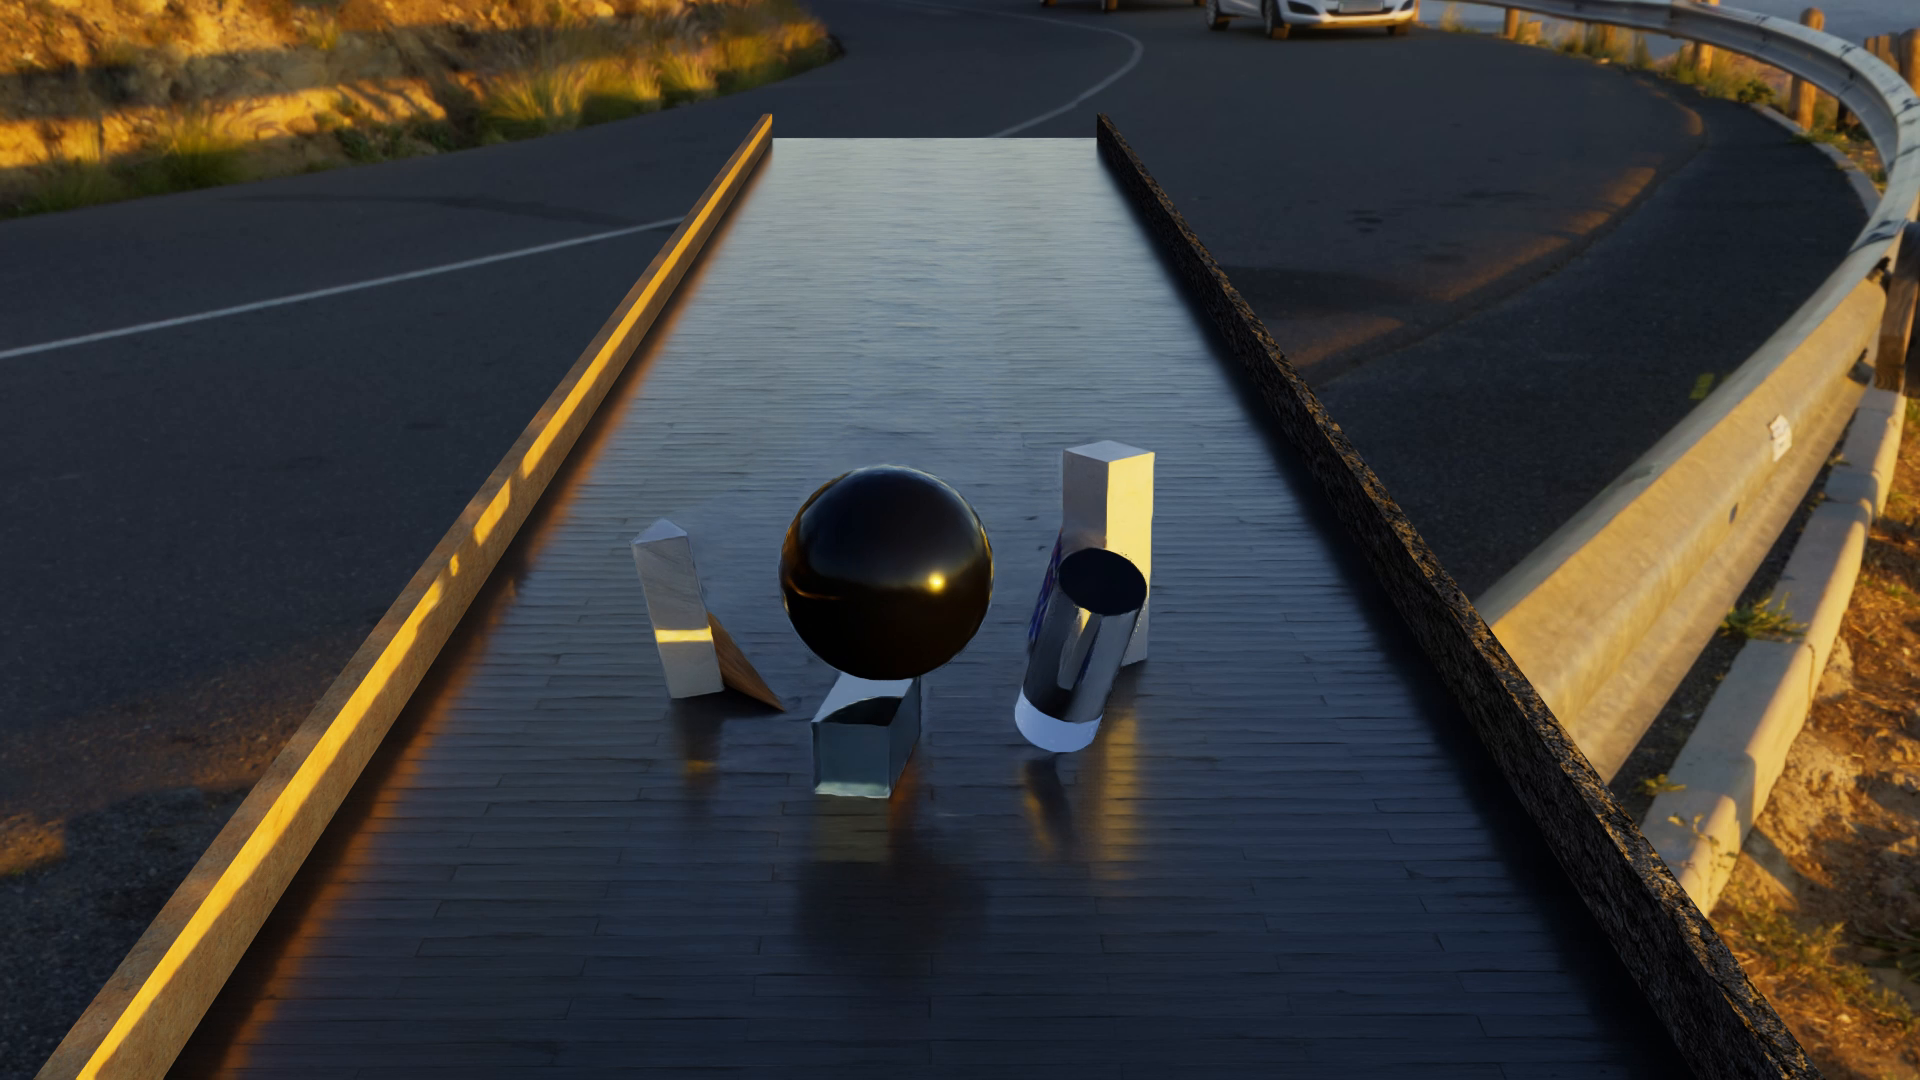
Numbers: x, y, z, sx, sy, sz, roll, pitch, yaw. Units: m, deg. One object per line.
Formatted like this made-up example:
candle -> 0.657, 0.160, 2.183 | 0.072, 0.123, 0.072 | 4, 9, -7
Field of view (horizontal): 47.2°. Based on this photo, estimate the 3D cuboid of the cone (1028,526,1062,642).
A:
cone -> 0.227, 0.011, 4.462 | 0.133, 0.402, 0.133 | 6, 17, -2

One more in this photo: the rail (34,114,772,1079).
rail -> -1.118, -0.838, 7.780 | 0.050, 0.150, 12.000 | 0, 17, -1

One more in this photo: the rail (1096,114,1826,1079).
rail -> 0.932, -0.844, 7.801 | 0.050, 0.150, 12.000 | 0, 17, -1

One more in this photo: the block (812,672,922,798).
block -> -0.161, 0.331, 3.882 | 0.132, 0.132, 0.308 | 3, 17, 9

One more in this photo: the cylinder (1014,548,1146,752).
cylinder -> 0.209, 0.198, 3.863 | 0.155, 0.371, 0.155 | 7, 45, -8

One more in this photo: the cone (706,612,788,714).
cone -> -0.424, 0.261, 4.248 | 0.118, 0.118, 0.342 | -12, 30, -35

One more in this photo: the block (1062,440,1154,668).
block -> 0.290, 0.031, 4.366 | 0.125, 0.429, 0.125 | -14, 22, -39

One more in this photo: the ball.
ball -> -0.127, 0.057, 3.822 | 0.376, 0.376, 0.376 | 0, 17, 0

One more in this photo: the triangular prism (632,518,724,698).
triangular prism -> -0.530, 0.127, 4.166 | 0.103, 0.339, 0.089 | -9, 27, 1
